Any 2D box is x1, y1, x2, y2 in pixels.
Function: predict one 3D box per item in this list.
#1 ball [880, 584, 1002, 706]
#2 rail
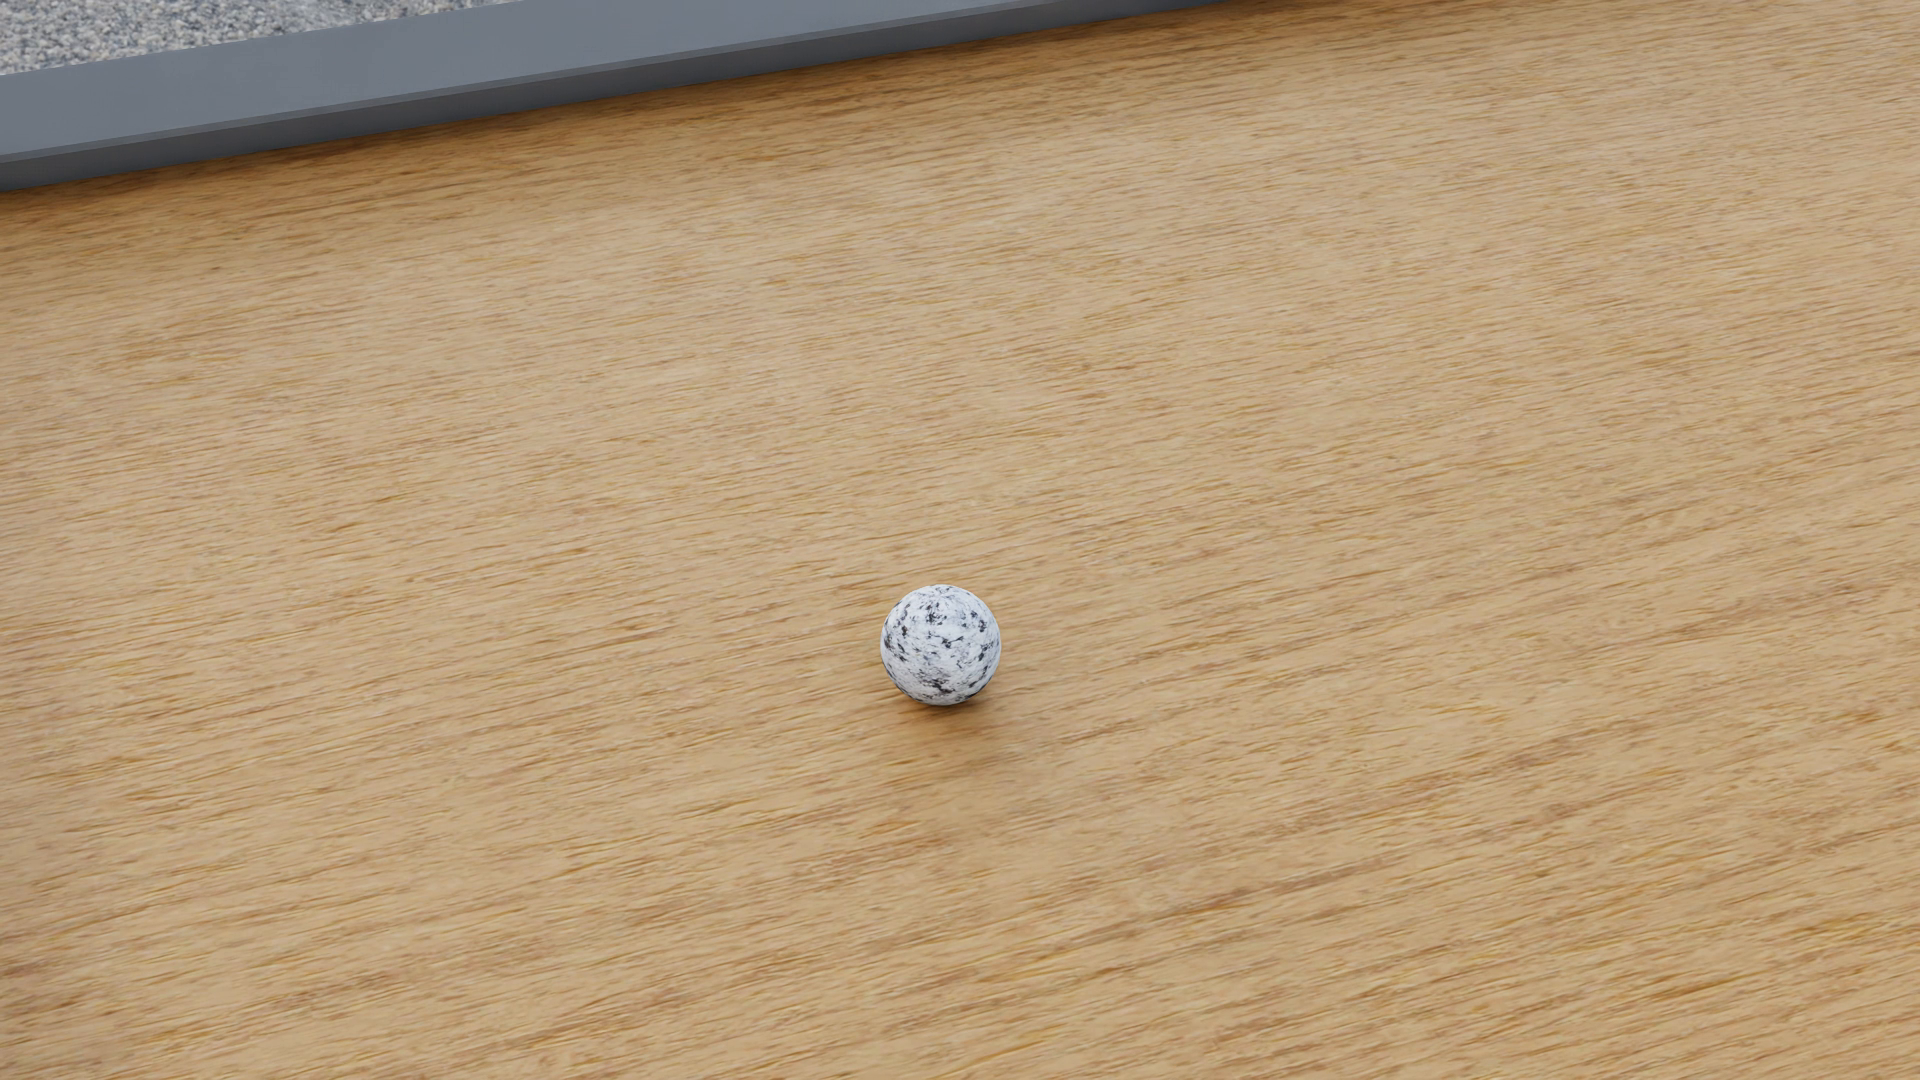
[{"bbox_3d":[-0.011,0.060,1.468,0.069,0.069,0.069,0,35,0],"label":"ball"},{"bbox_3d":[0.368,-0.534,2.279,2.613,0.094,0.045,-12,37,-16],"label":"rail"}]
